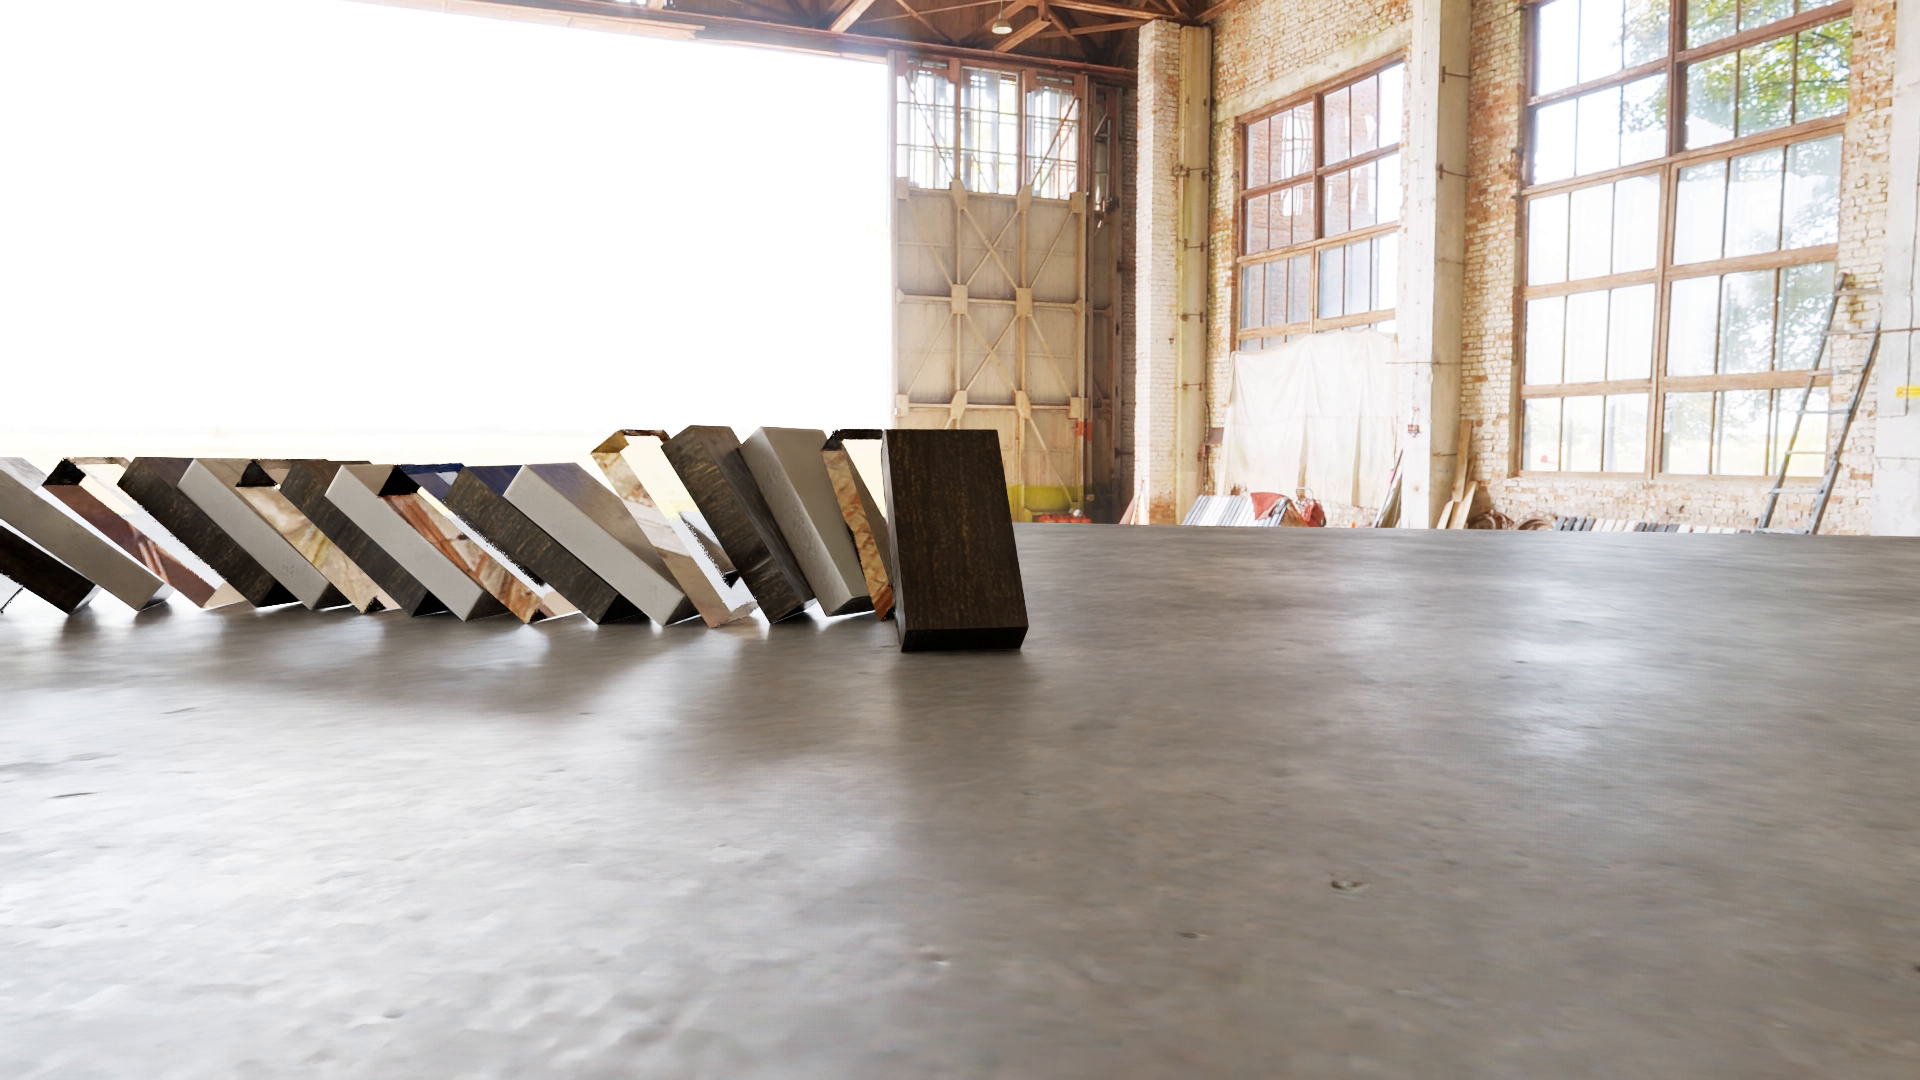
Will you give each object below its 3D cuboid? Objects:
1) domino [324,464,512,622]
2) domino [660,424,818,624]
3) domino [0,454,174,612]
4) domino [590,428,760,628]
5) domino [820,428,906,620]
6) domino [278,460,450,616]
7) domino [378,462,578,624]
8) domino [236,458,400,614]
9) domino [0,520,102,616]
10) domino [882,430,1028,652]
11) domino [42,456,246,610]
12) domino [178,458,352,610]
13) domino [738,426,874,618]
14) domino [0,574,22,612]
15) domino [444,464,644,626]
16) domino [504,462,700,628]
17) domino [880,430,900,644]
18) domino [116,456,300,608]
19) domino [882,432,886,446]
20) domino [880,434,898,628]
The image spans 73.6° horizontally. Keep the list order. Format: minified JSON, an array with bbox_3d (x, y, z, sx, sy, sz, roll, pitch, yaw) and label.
[{"bbox_3d":[-0.131,0.000,0.323,0.050,0.009,0.025,39,14,11],"label":"domino"},{"bbox_3d":[-0.052,-0.005,0.315,0.009,0.050,0.025,-33,-3,12],"label":"domino"},{"bbox_3d":[-0.227,-0.002,0.330,0.050,0.009,0.025,41,-8,-16],"label":"domino"},{"bbox_3d":[-0.066,-0.004,0.309,0.010,0.050,0.025,-36,-4,12],"label":"domino"},{"bbox_3d":[-0.015,-0.005,0.322,0.025,0.050,0.009,-3,-30,-34],"label":"domino"},{"bbox_3d":[-0.147,-0.001,0.330,0.050,0.009,0.025,40,14,11],"label":"domino"},{"bbox_3d":[-0.116,0.000,0.318,0.050,0.010,0.025,38,13,9],"label":"domino"},{"bbox_3d":[-0.162,-0.002,0.336,0.050,0.009,0.025,40,14,11],"label":"domino"},{"bbox_3d":[-0.241,-0.001,0.322,0.050,0.009,0.025,41,-13,-22],"label":"domino"},{"bbox_3d":[-0.002,-0.001,0.274,0.025,0.050,0.010,-1,-33,-11],"label":"domino"},{"bbox_3d":[-0.211,-0.002,0.339,0.050,0.009,0.025,39,2,-4],"label":"domino"},{"bbox_3d":[-0.178,-0.002,0.339,0.050,0.009,0.025,40,11,8],"label":"domino"},{"bbox_3d":[-0.034,-0.005,0.325,0.009,0.050,0.025,-38,-17,28],"label":"domino"},{"bbox_3d":[-0.255,0.000,0.311,0.050,0.009,0.025,44,-21,-29],"label":"domino"},{"bbox_3d":[-0.099,0.000,0.316,0.050,0.009,0.025,38,12,9],"label":"domino"},{"bbox_3d":[-0.083,0.000,0.312,0.050,0.009,0.025,38,11,6],"label":"domino"},{"bbox_3d":[-0.003,-0.002,0.285,0.025,0.050,0.009,-1,-33,-11],"label":"domino"},{"bbox_3d":[-0.194,-0.003,0.341,0.050,0.009,0.025,39,7,4],"label":"domino"},{"bbox_3d":[-0.003,-0.003,0.297,0.025,0.050,0.010,-1,-33,-11],"label":"domino"},{"bbox_3d":[-0.005,-0.004,0.309,0.025,0.050,0.009,-1,-33,-11],"label":"domino"}]
